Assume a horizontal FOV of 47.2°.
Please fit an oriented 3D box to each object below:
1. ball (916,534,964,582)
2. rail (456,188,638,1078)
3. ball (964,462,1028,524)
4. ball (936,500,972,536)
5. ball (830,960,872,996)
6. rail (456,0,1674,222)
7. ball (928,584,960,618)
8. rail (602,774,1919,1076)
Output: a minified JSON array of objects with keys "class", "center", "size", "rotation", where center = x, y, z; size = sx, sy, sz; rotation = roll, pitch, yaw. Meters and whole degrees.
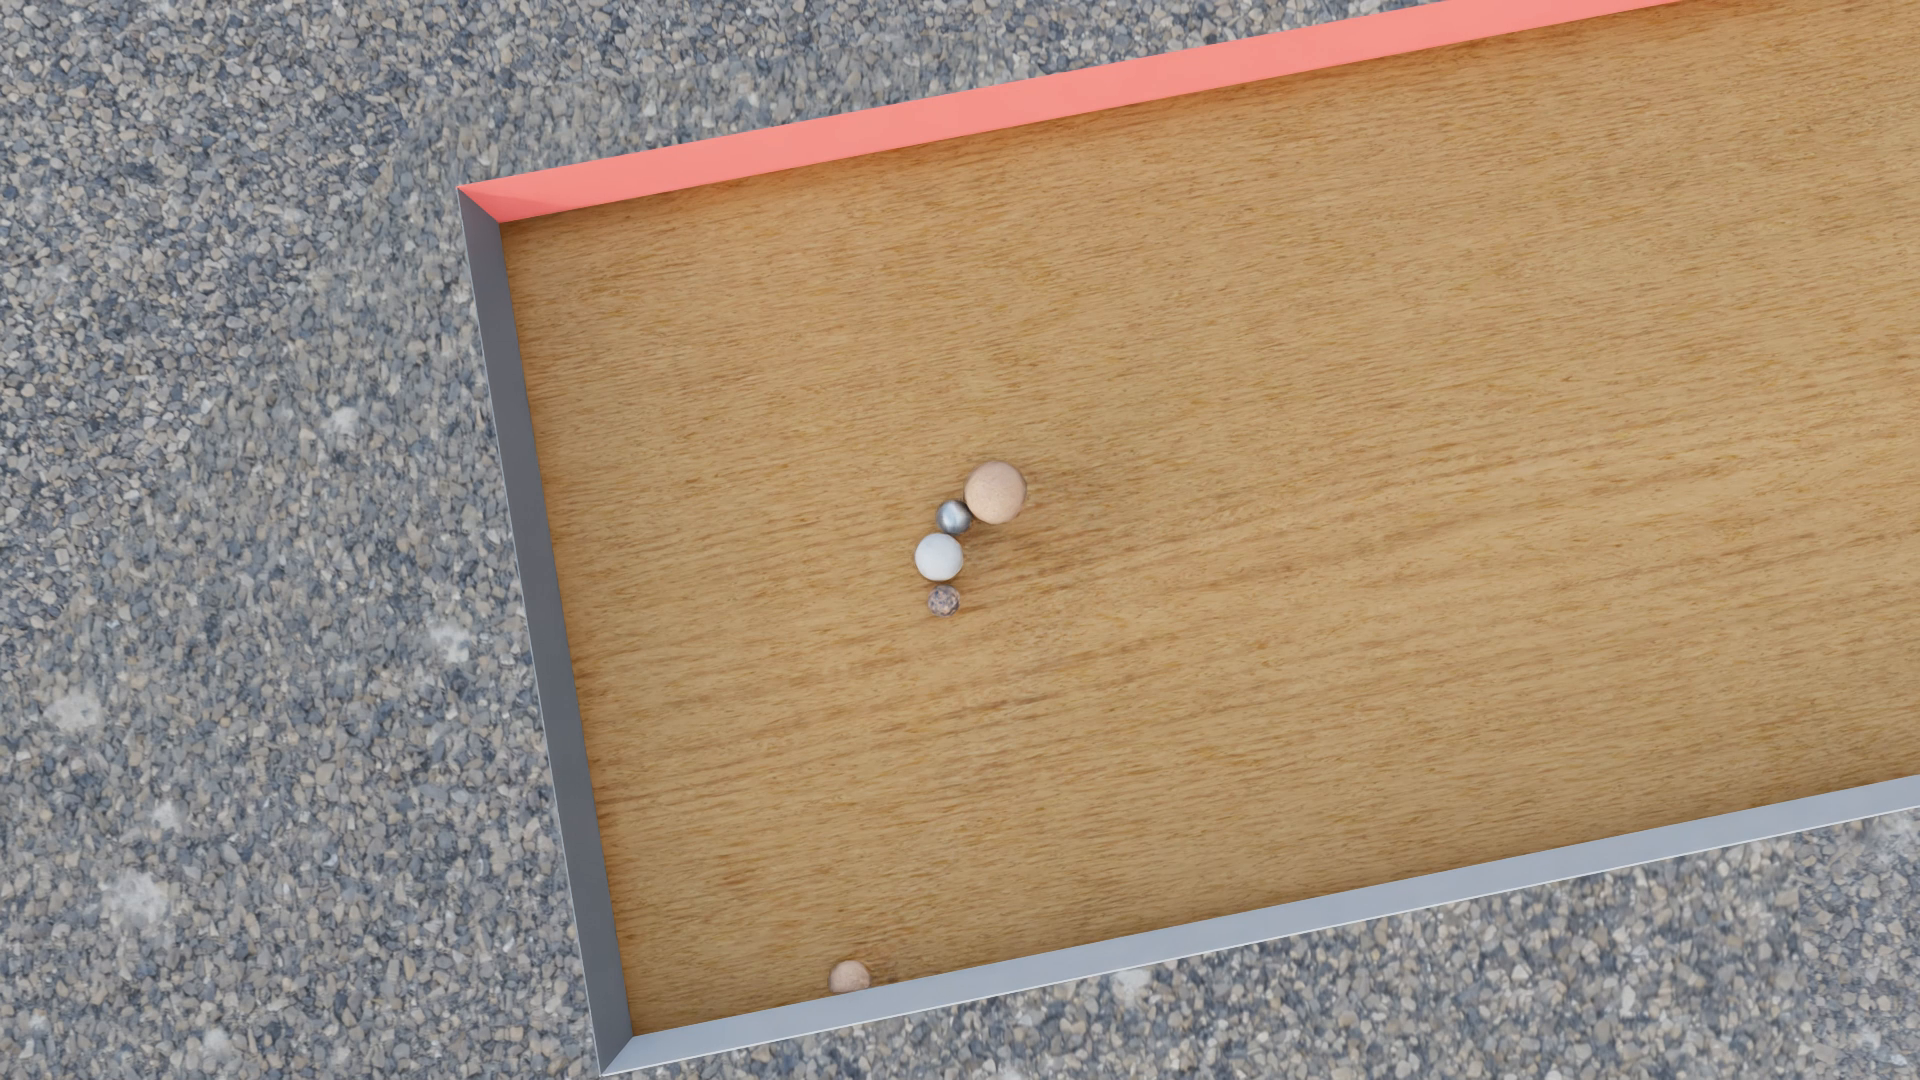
[{"class":"ball","center":[-0.031,0.026,3.298],"size":[0.073,0.073,0.073],"rotation":[0,78,0]},{"class":"rail","center":[-0.609,0.114,3.253],"size":[0.045,0.122,1.337],"rotation":[-11,78,-2]},{"class":"ball","center":[0.054,-0.071,3.307],"size":[0.094,0.094,0.094],"rotation":[0,78,0]},{"class":"ball","center":[-0.008,-0.033,3.320],"size":[0.054,0.054,0.054],"rotation":[0,78,0]},{"class":"ball","center":[-0.158,0.637,3.176],"size":[0.059,0.059,0.059],"rotation":[0,78,0]},{"class":"rail","center":[0.506,-0.749,3.434],"size":[2.580,0.122,0.045],"rotation":[-11,78,-2]},{"class":"ball","center":[-0.024,0.091,3.296],"size":[0.050,0.050,0.050],"rotation":[0,78,0]},{"class":"rail","center":[0.759,0.489,3.174],"size":[2.580,0.122,0.045],"rotation":[-11,78,-2]}]
